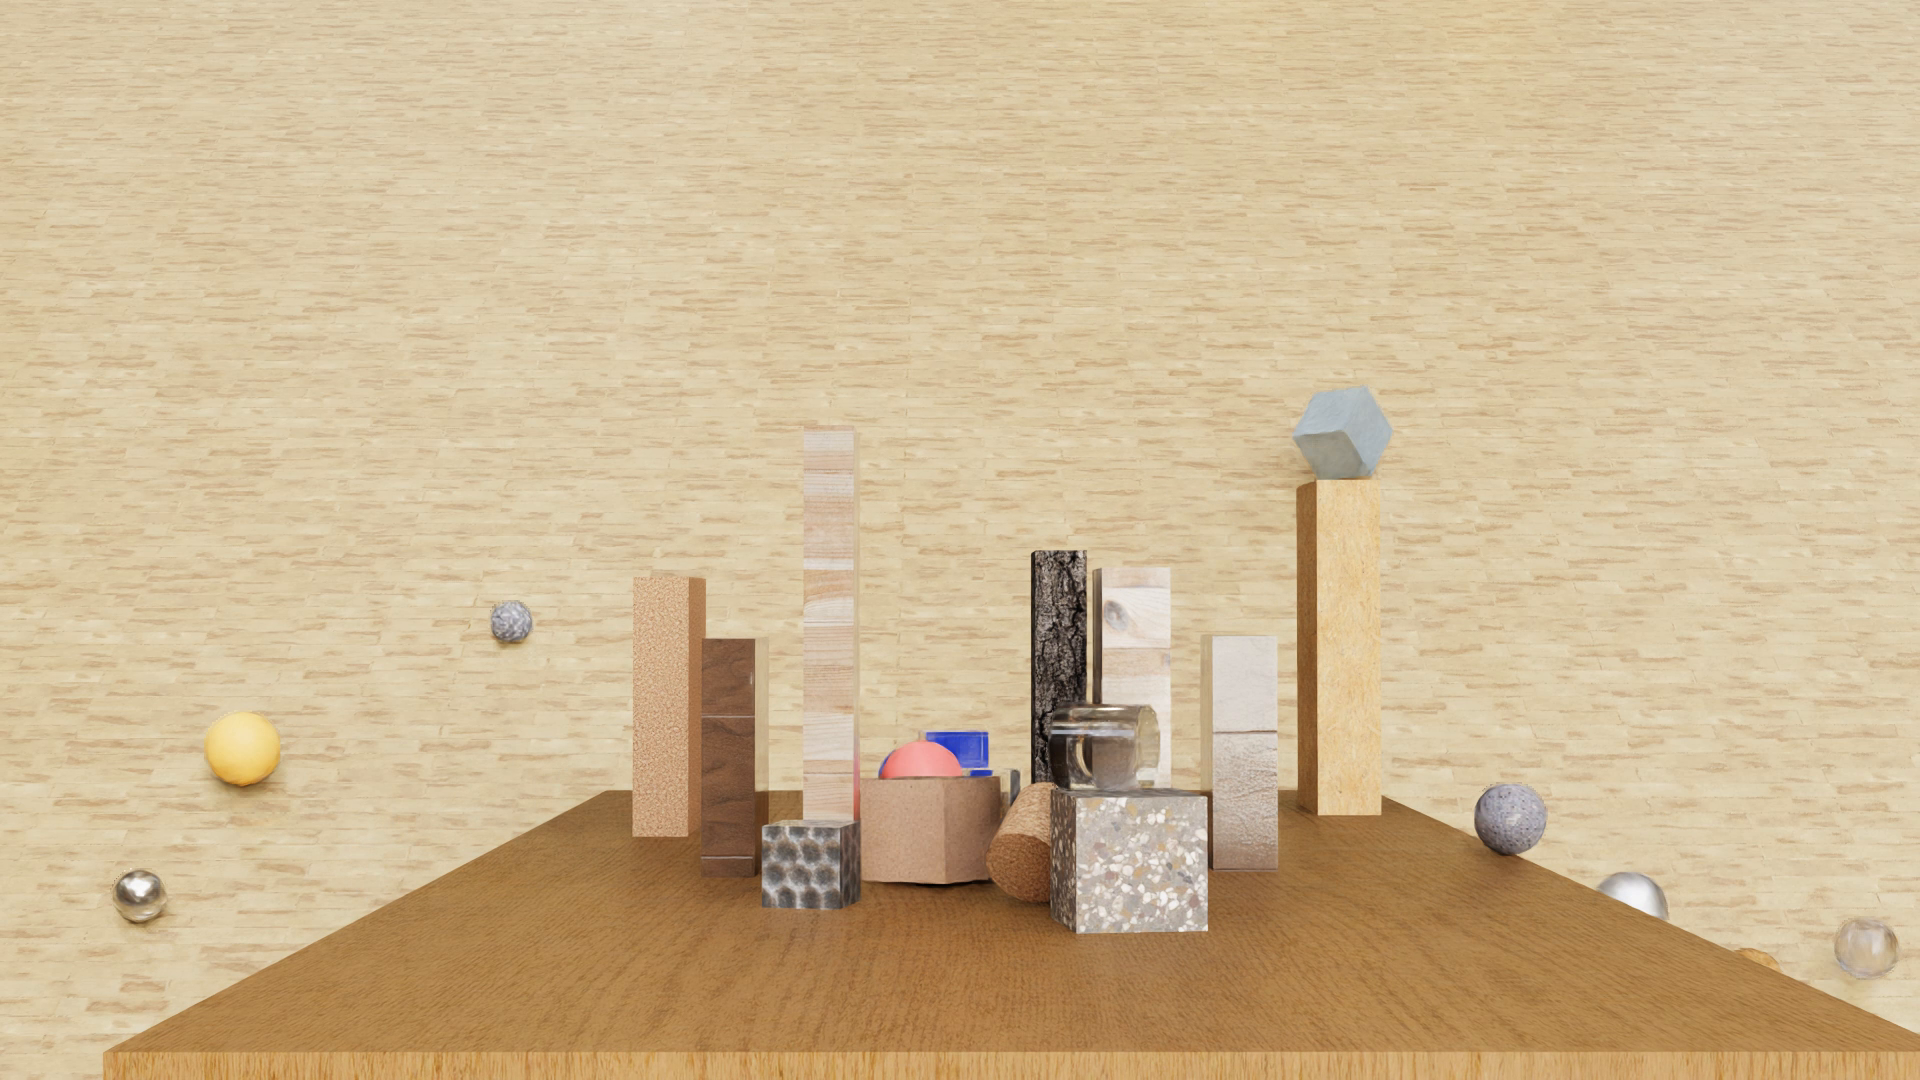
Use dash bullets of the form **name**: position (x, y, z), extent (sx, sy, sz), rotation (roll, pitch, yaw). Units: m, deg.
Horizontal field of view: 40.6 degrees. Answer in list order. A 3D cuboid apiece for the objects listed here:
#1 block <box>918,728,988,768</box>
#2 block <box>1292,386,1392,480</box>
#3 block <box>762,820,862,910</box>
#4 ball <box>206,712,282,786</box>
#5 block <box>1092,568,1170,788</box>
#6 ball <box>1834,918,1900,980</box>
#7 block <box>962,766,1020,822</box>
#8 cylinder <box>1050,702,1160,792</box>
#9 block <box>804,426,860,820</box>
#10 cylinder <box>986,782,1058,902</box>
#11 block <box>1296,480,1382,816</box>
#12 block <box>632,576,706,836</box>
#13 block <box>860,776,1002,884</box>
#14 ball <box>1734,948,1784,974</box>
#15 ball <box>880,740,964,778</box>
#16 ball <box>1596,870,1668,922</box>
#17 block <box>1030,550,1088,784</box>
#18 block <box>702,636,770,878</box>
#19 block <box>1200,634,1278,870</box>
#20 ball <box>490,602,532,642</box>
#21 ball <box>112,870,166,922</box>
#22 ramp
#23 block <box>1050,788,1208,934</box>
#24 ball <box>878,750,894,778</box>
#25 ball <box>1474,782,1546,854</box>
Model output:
- **block**: position (-0.018, 0.574, 6.732), extent (0.159, 0.159, 0.159), rotation (0, -1, -9)
- **block**: position (1.191, -0.330, 8.080), extent (0.195, 0.195, 0.195), rotation (-6, 41, 42)
- **block**: position (-0.239, 0.523, 4.196), extent (0.130, 0.130, 0.130), rotation (0, -2, 13)
- **ball**: position (-1.908, 0.556, 6.915), extent (0.194, 0.194, 0.194), rotation (0, 34, 0)
- **block**: position (0.275, 0.317, 4.194), extent (0.106, 0.541, 0.296), rotation (0, -1, 0)
- **ball**: position (2.203, 0.994, 6.308), extent (0.151, 0.151, 0.151), rotation (0, 34, 0)
- **block**: position (0.062, 0.571, 5.817), extent (0.117, 0.117, 0.117), rotation (0, -2, -15)
- **cylinder**: position (0.222, 0.317, 3.973), extent (0.134, 0.134, 0.134), rotation (-1, 32, 22)
- **block**: position (-0.217, 0.204, 4.415), extent (0.083, 0.780, 0.282), rotation (0, -1, 0)
- **cylinder**: position (0.131, 0.493, 4.233), extent (0.140, 0.140, 0.140), rotation (12, 35, 17)
- **block**: position (0.898, 0.252, 6.170), extent (0.146, 0.772, 0.360), rotation (0, -1, 0)
- **block**: position (-0.627, 0.353, 5.620), extent (0.116, 0.543, 0.373), rotation (0, -1, 0)
- **block**: position (-0.050, 0.504, 4.541), extent (0.176, 0.176, 0.176), rotation (-3, -4, 34)
- **ball**: position (1.885, 1.058, 6.200), extent (0.165, 0.165, 0.165), rotation (0, 34, 0)
- **ball**: position (-0.083, 0.535, 5.721), extent (0.185, 0.185, 0.185), rotation (0, 34, 0)
- **ball**: position (1.650, 0.910, 6.399), extent (0.187, 0.187, 0.187), rotation (0, 34, 0)
- **block**: position (0.169, 0.308, 4.474), extent (0.086, 0.575, 0.277), rotation (0, -1, 0)
- **block**: position (-0.412, 0.391, 4.778), extent (0.095, 0.424, 0.335), rotation (0, -1, 0)
- **block**: position (0.519, 0.391, 4.843), extent (0.118, 0.426, 0.244), rotation (0, -1, 0)
- **ball**: position (-1.289, 0.236, 7.455), extent (0.119, 0.119, 0.119), rotation (0, 34, 0)
- **ball**: position (-2.049, 0.888, 6.483), extent (0.130, 0.130, 0.130), rotation (0, 34, 0)
- **ramp**: position (0.075, 0.653, 4.797), extent (2.000, 0.100, 4.000), rotation (0, -1, 0)
- **block**: position (0.253, 0.482, 3.929), extent (0.198, 0.198, 0.198), rotation (0, -1, -9)
- **ball**: position (-0.128, 0.571, 6.273), extent (0.140, 0.140, 0.140), rotation (0, 34, 0)
- **ball**: position (1.064, 0.540, 5.024), extent (0.139, 0.139, 0.139), rotation (0, 34, 0)
